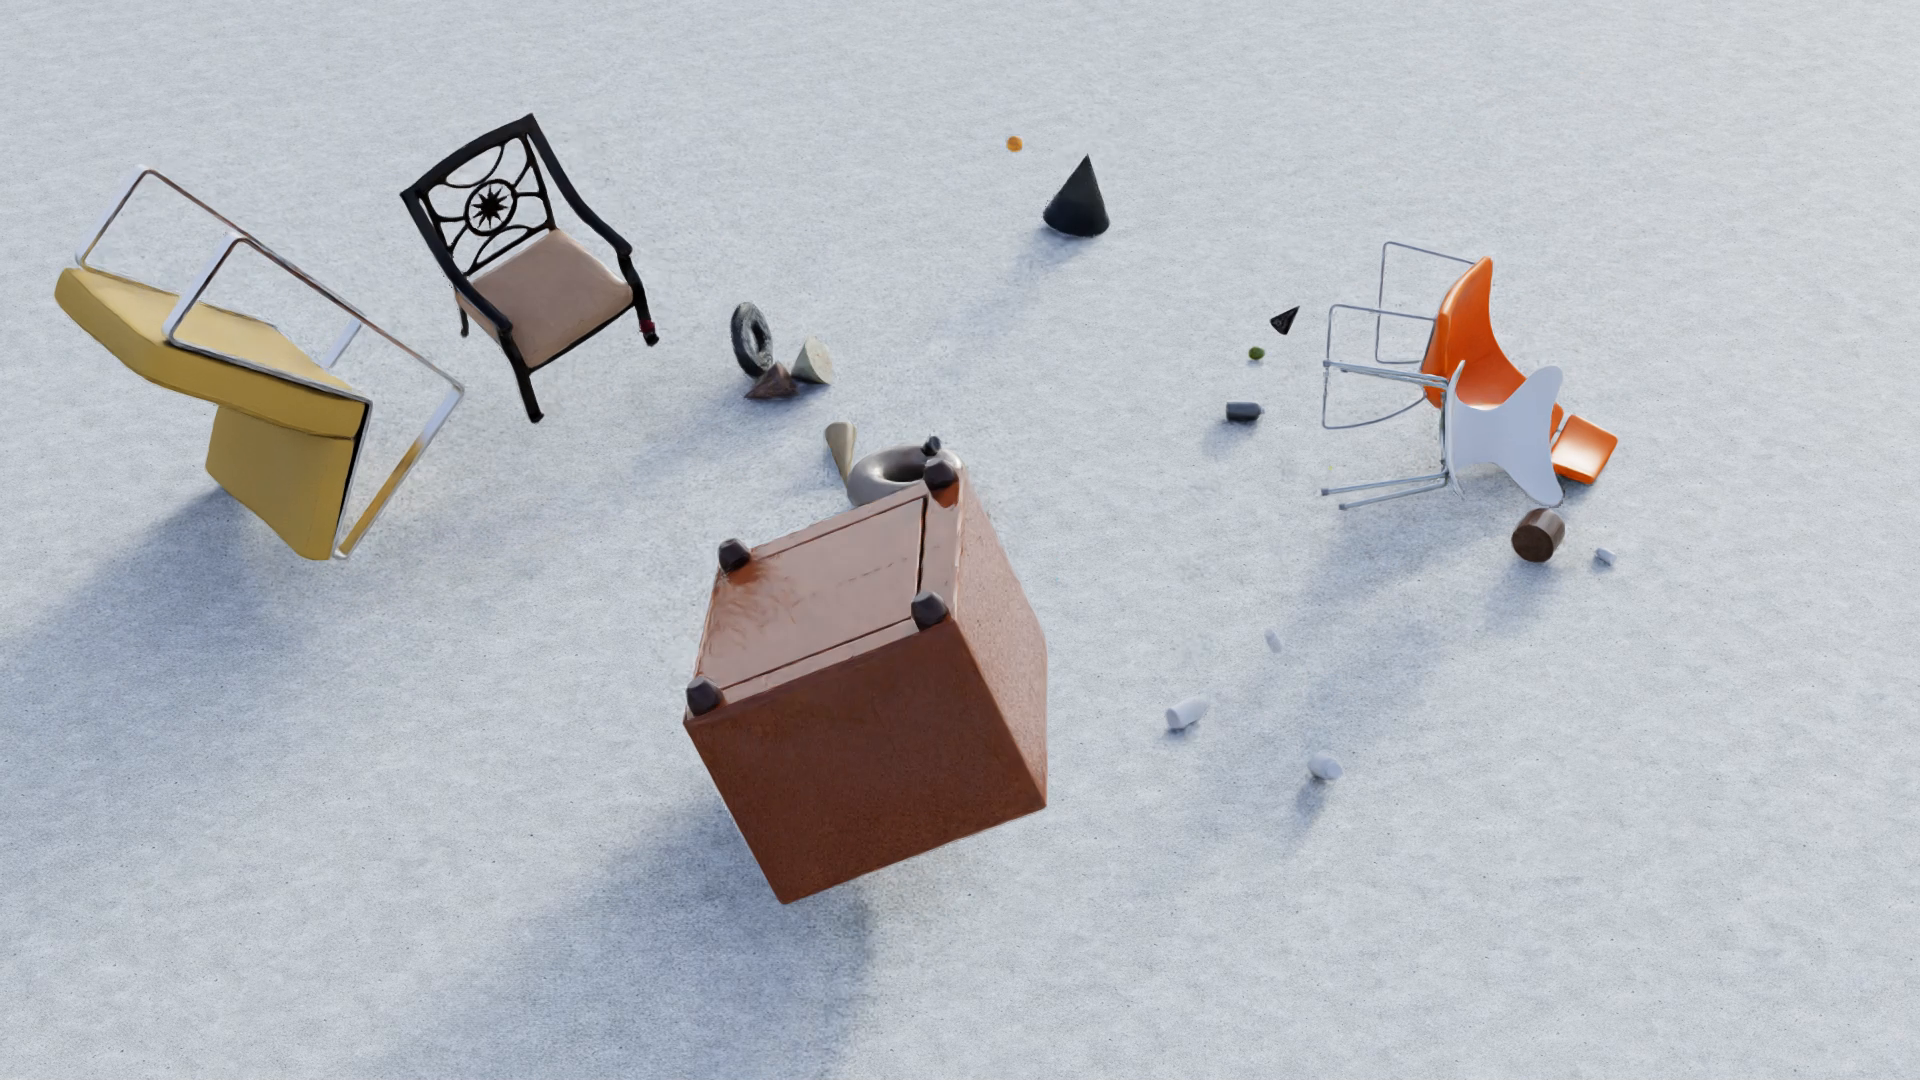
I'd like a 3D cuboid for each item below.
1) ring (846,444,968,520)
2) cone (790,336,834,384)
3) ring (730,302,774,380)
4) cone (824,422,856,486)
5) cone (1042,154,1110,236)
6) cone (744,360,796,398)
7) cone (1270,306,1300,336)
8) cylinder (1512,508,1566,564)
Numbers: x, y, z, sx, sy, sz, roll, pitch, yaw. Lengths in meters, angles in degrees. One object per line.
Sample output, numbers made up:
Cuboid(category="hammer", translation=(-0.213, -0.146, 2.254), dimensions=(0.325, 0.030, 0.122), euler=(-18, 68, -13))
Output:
Cuboid(category="ring", translation=(-0.200, -0.220, 11.140), dimensions=(0.479, 0.154, 0.385), euler=(-14, 37, -18))
Cuboid(category="cone", translation=(-0.634, -0.698, 11.926), dimensions=(0.157, 0.200, 0.262), euler=(-27, 23, 18))
Cuboid(category="ring", translation=(-0.842, -0.808, 11.902), dimensions=(0.066, 0.314, 0.389), euler=(-14, 18, 17))
Cuboid(category="cone", translation=(-0.450, -0.305, 11.353), dimensions=(0.128, 0.122, 0.325), euler=(-23, 43, 14))
Cuboid(category="cone", translation=(0.540, -1.565, 12.975), dimensions=(0.303, 0.323, 0.326), euler=(18, 34, 13))
Cuboid(category="cone", translation=(-0.787, -0.611, 11.795), dimensions=(0.201, 0.192, 0.140), euler=(-23, 56, 10))
Cuboid(category="cone", translation=(1.342, -0.912, 11.937), dimensions=(0.092, 0.142, 0.074), euler=(43, 37, -2))
Cuboid(category="cylinder", translation=(2.137, -0.016, 10.825), dimensions=(0.162, 0.158, 0.132), euler=(33, 42, 11))
